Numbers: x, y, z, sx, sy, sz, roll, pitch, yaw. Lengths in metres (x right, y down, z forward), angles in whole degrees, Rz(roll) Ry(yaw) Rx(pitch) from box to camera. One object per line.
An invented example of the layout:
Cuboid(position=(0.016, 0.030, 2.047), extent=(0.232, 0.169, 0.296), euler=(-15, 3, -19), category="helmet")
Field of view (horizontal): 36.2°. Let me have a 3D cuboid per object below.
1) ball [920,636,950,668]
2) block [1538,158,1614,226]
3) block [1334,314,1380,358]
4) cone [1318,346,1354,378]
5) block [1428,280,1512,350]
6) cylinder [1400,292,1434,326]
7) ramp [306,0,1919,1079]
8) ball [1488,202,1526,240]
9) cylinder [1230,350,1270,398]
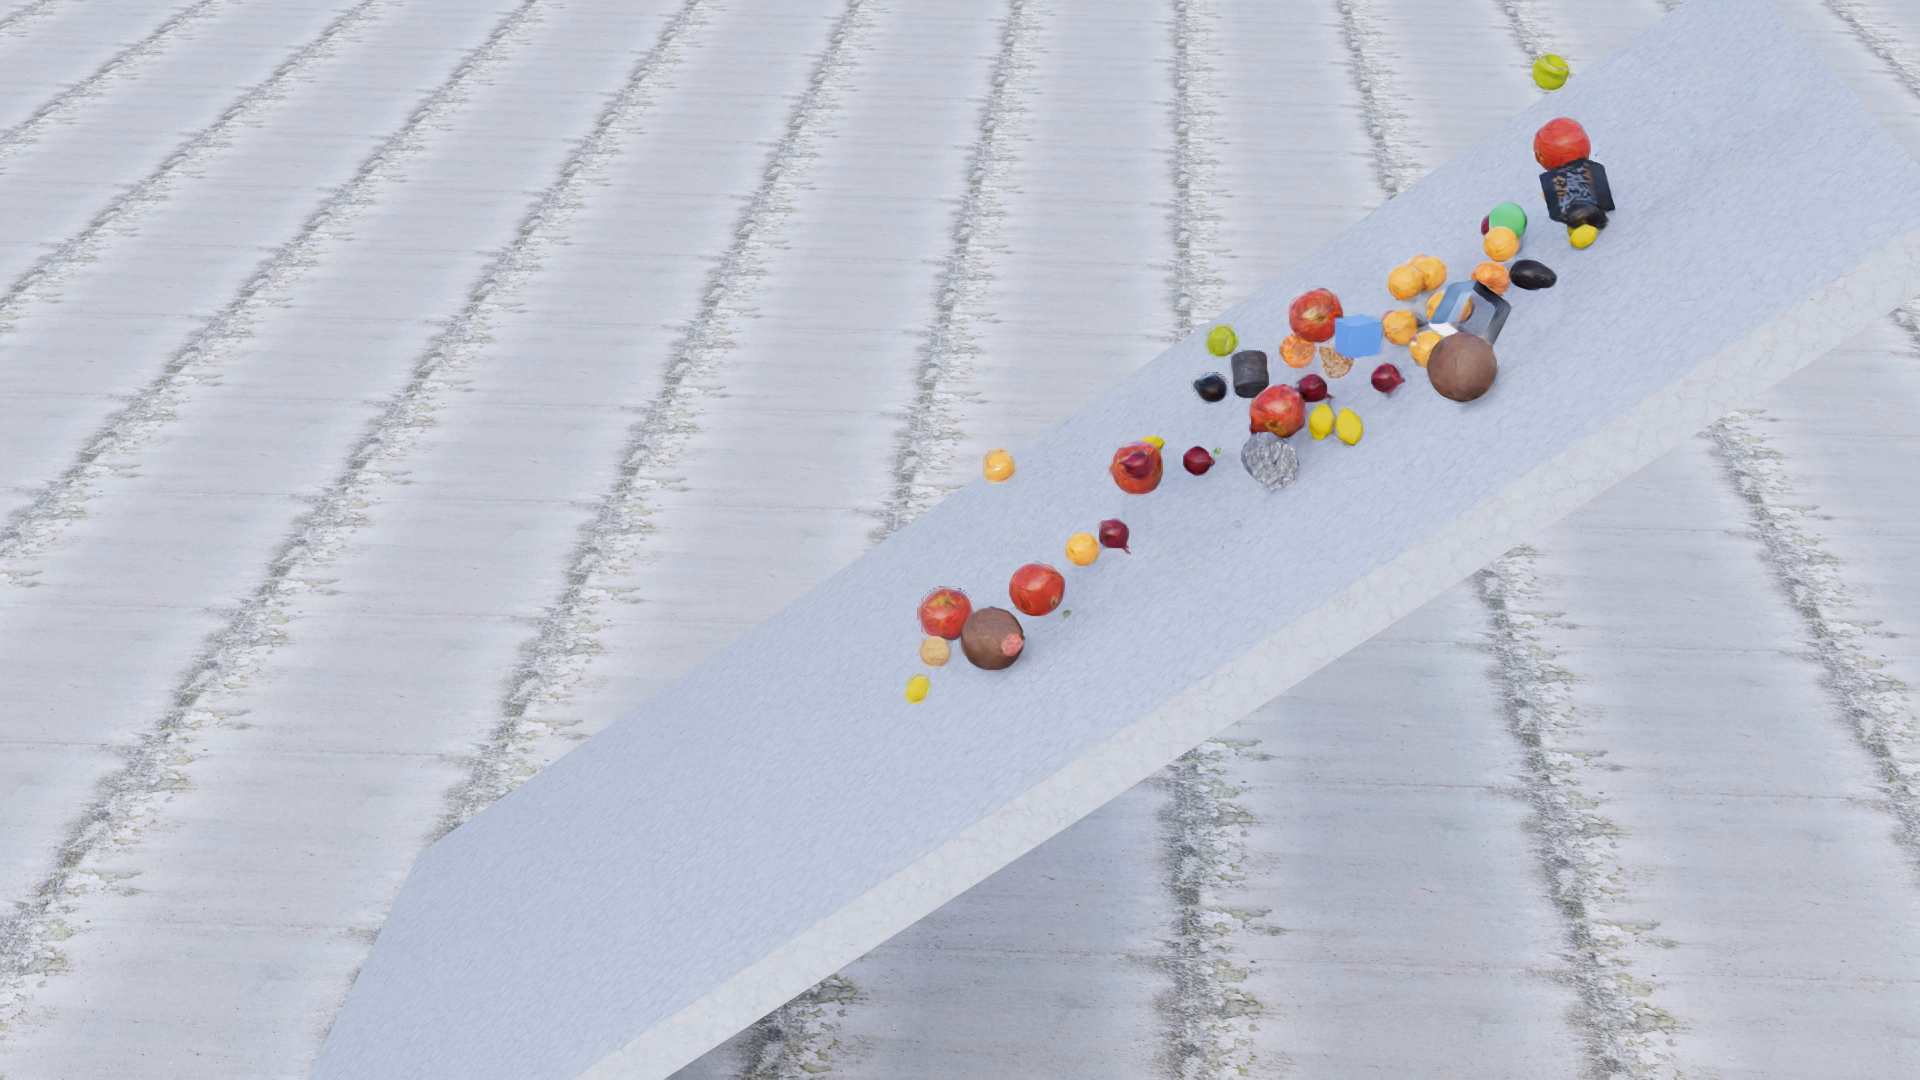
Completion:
Cuboid(position=(-0.053, 0.237, 6.248), extent=(0.066, 0.066, 0.066), euler=(0, 22, 0), category="ball")
Cuboid(position=(1.231, -0.694, 5.868), extent=(0.096, 0.096, 0.096), euler=(-21, -16, 37), category="block")
Cuboid(position=(0.787, -0.403, 5.823), extent=(0.066, 0.066, 0.066), euler=(-12, 21, -21), category="block")
Cuboid(position=(0.736, -0.371, 5.865), extent=(0.074, 0.074, 0.074), euler=(29, -1, -41), category="cone")
Cuboid(position=(0.991, -0.435, 5.710), extent=(0.096, 0.096, 0.096), euler=(33, -13, -21), category="block")
Cuboid(position=(0.938, -0.473, 6.044), extent=(0.050, 0.050, 0.050), euler=(-33, 32, 24), category="cylinder")
Cuboid(position=(0.131, 0.177, 6.317), extent=(4.000, 0.100, 2.000), euler=(-34, 16, 16), category="ramp")
Cuboid(position=(1.130, -0.657, 6.071), extent=(0.078, 0.078, 0.078), euler=(0, 22, 0), category="ball")
Cuboid(position=(0.608, -0.347, 6.163), extent=(0.075, 0.075, 0.075), euler=(-2, 66, -5), category="cylinder")
